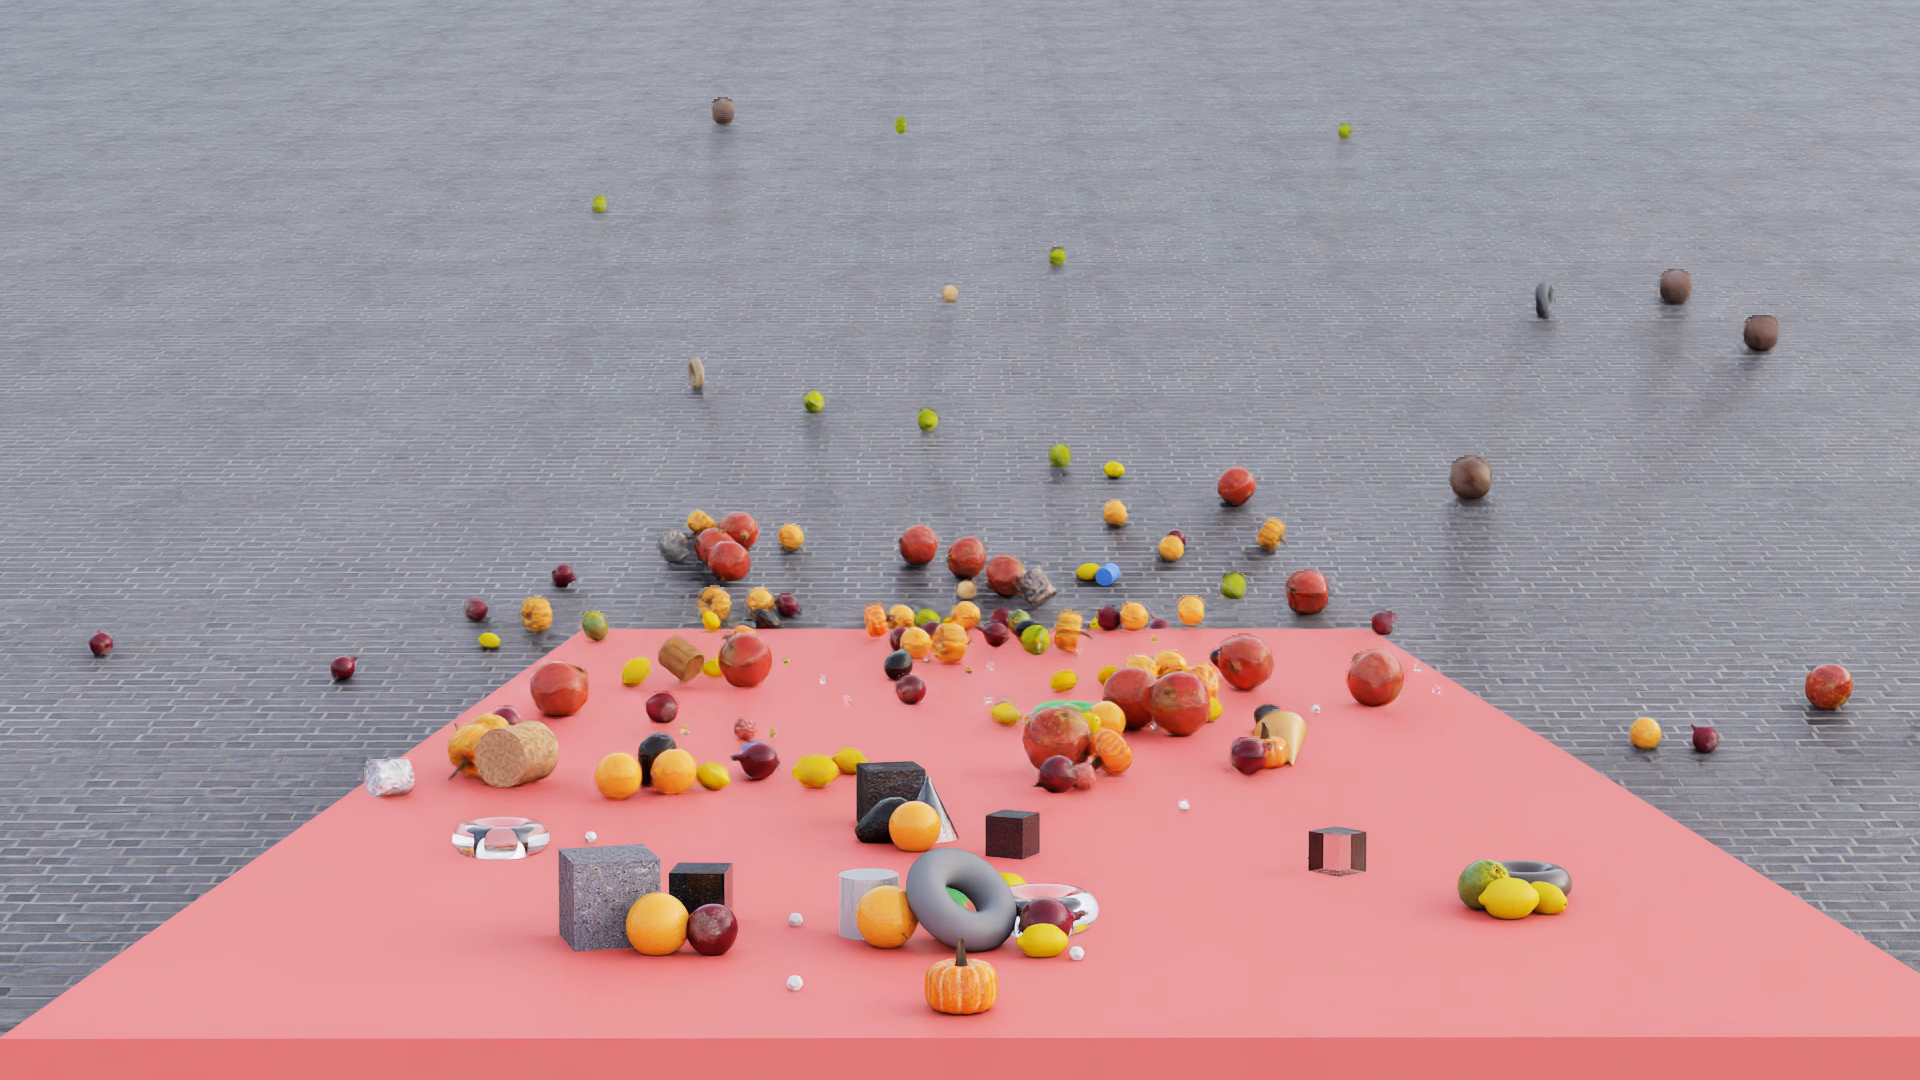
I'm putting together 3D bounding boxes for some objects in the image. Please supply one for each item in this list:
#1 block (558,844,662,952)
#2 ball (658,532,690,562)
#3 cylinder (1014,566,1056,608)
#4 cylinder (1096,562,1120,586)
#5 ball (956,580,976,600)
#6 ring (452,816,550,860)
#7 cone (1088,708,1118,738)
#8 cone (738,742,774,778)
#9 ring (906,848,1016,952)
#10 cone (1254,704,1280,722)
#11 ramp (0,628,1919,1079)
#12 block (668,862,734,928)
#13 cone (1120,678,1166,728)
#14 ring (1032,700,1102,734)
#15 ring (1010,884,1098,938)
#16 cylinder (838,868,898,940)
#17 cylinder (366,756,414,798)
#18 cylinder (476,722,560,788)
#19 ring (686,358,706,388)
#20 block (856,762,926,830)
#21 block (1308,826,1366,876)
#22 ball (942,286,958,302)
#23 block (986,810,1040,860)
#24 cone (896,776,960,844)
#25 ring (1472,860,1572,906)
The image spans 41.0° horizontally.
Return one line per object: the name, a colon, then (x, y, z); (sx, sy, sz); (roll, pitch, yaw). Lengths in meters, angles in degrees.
block: (-0.407, 0.413, 2.975); (0.100, 0.100, 0.100); (-1, 4, -19)
ball: (-0.811, 0.018, 7.283); (0.086, 0.086, 0.086); (0, 19, 0)
cylinder: (0.203, 0.128, 6.921); (0.084, 0.084, 0.084); (-33, -11, -7)
cylinder: (0.409, 0.095, 7.116); (0.052, 0.052, 0.052); (10, 21, 25)
ball: (0.018, 0.136, 6.993); (0.055, 0.055, 0.055); (0, 19, 0)
ring: (-0.627, 0.407, 3.504); (0.132, 0.044, 0.132); (1, 3, 0)
cone: (0.259, 0.326, 4.626); (0.054, 0.054, 0.054); (0, 4, 0)
cone: (-0.334, 0.370, 4.178); (0.060, 0.060, 0.060); (0, 31, 1)
ring: (0.002, 0.413, 2.946); (0.139, 0.046, 0.139); (23, 35, -17)
cone: (0.563, 0.337, 4.686); (0.054, 0.054, 0.054); (2, 31, 5)
ramp: (0.045, 0.409, 4.537); (2.000, 0.100, 4.000); (0, 4, 0)
block: (-0.309, 0.424, 3.065); (0.066, 0.066, 0.066); (0, 4, 3)
cone: (0.341, 0.300, 4.776); (0.086, 0.086, 0.086); (0, 4, 0)
ring: (0.201, 0.325, 4.708); (0.140, 0.047, 0.140); (1, 4, 0)
ring: (0.096, 0.437, 3.029); (0.137, 0.046, 0.137); (-1, 4, 0)
cylinder: (-0.107, 0.426, 3.004); (0.070, 0.070, 0.070); (0, 4, 0)
cylinder: (-0.885, 0.369, 3.983); (0.054, 0.054, 0.054); (-15, 24, -36)
cylinder: (-0.706, 0.342, 4.091); (0.095, 0.095, 0.095); (9, 7, 23)
ring: (-0.921, -0.581, 8.962); (0.036, 0.107, 0.107); (7, 13, -34)
block: (-0.101, 0.371, 3.725); (0.085, 0.085, 0.085); (-1, 4, -13)
block: (0.496, 0.410, 3.376); (0.053, 0.053, 0.053); (-3, 5, -41)
ball: (-0.040, -0.972, 10.142); (0.066, 0.066, 0.066); (0, 19, 0)
block: (0.072, 0.401, 3.495); (0.056, 0.056, 0.056); (2, 4, 26)
cone: (-0.045, 0.375, 3.622); (0.089, 0.089, 0.089); (0, 4, 0)
ring: (0.702, 0.428, 3.204); (0.122, 0.041, 0.122); (-1, 3, 0)
